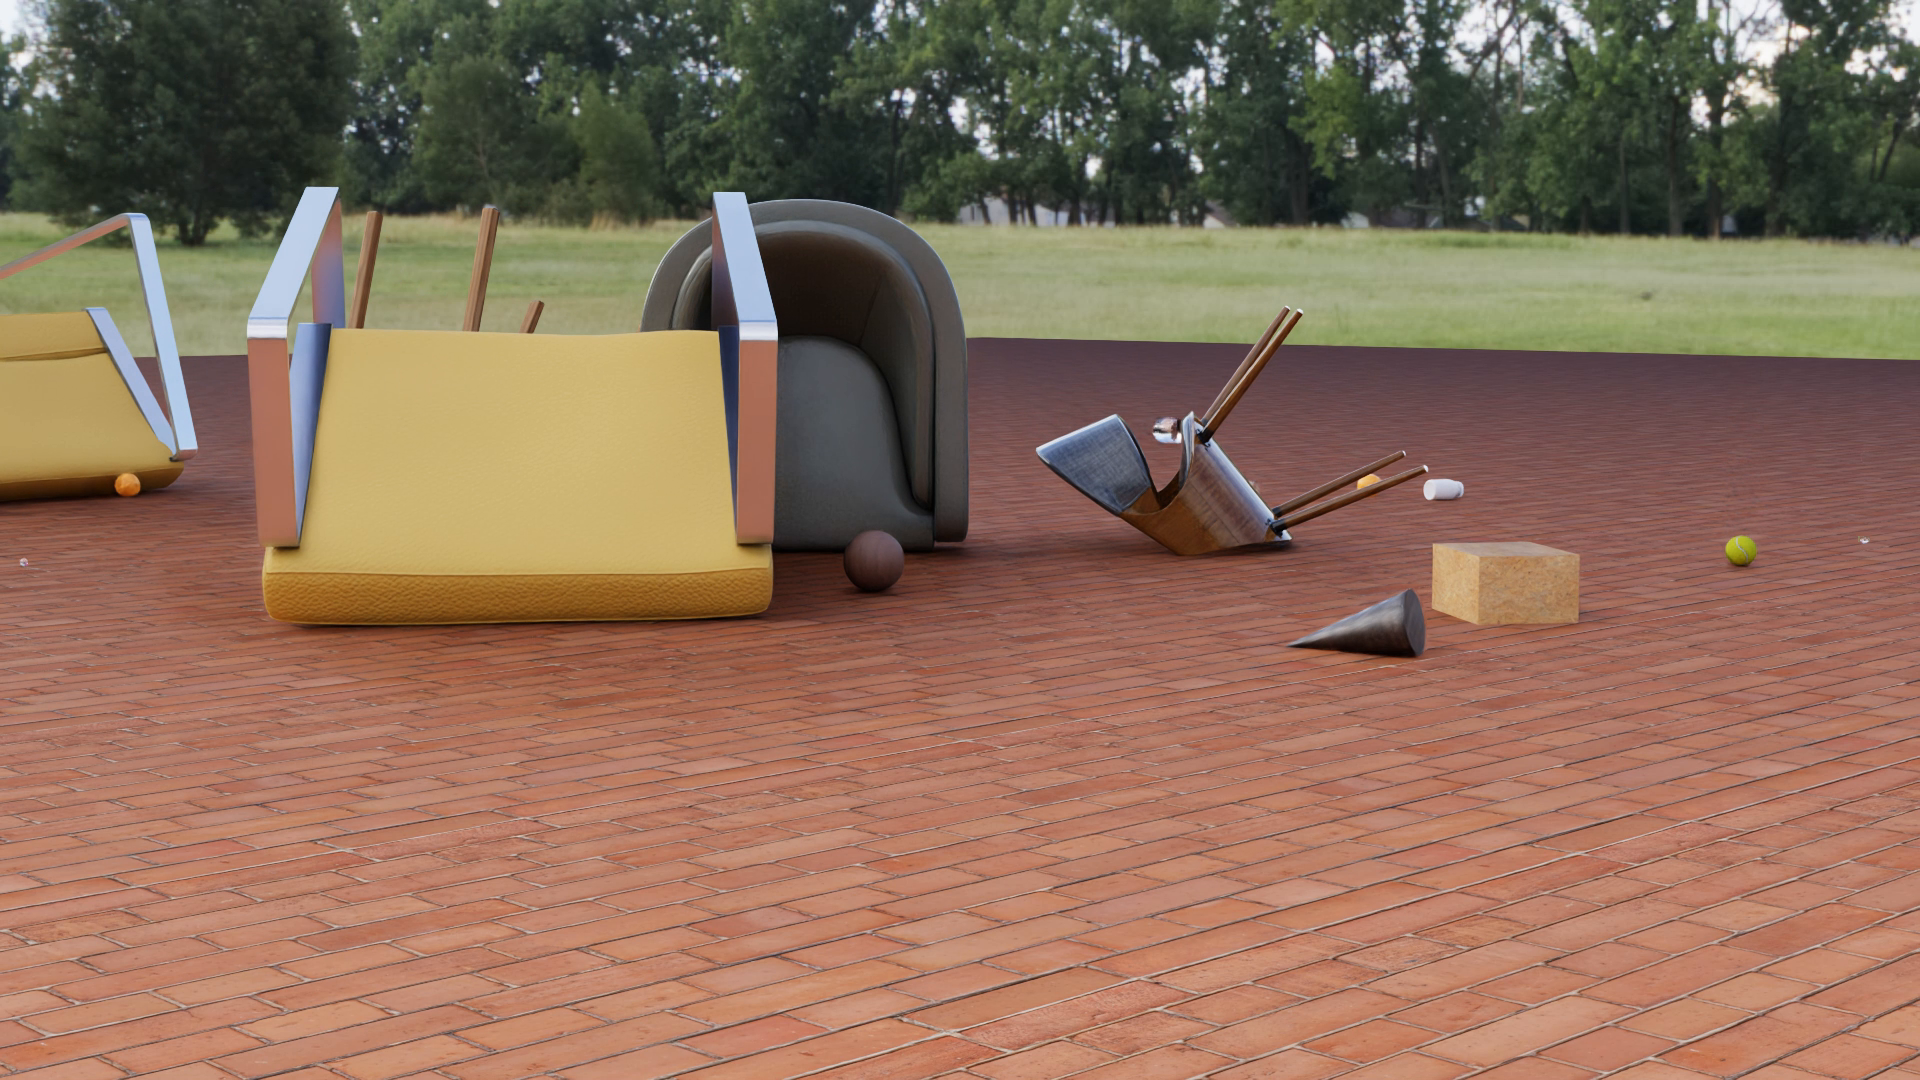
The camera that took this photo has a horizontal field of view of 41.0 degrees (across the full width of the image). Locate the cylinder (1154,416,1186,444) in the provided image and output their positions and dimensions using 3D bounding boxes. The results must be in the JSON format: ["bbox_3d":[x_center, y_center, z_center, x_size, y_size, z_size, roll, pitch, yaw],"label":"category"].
[{"bbox_3d":[0.830,-0.430,10.132,0.092,0.094,0.092,-26,35,-18],"label":"cylinder"}]

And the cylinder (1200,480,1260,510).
[{"bbox_3d":[0.764,-0.127,7.255,0.149,0.079,0.108,2,6,20],"label":"cylinder"}]

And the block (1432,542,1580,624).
[{"bbox_3d":[1.057,0.082,4.983,0.201,0.130,0.247,-1,6,-10],"label":"block"}]

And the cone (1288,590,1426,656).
[{"bbox_3d":[0.685,0.167,4.520,0.242,0.112,0.131,-12,21,25],"label":"cone"}]

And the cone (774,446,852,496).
[{"bbox_3d":[-0.447,-0.218,7.825,0.236,0.144,0.250,6,8,44],"label":"cone"}]
